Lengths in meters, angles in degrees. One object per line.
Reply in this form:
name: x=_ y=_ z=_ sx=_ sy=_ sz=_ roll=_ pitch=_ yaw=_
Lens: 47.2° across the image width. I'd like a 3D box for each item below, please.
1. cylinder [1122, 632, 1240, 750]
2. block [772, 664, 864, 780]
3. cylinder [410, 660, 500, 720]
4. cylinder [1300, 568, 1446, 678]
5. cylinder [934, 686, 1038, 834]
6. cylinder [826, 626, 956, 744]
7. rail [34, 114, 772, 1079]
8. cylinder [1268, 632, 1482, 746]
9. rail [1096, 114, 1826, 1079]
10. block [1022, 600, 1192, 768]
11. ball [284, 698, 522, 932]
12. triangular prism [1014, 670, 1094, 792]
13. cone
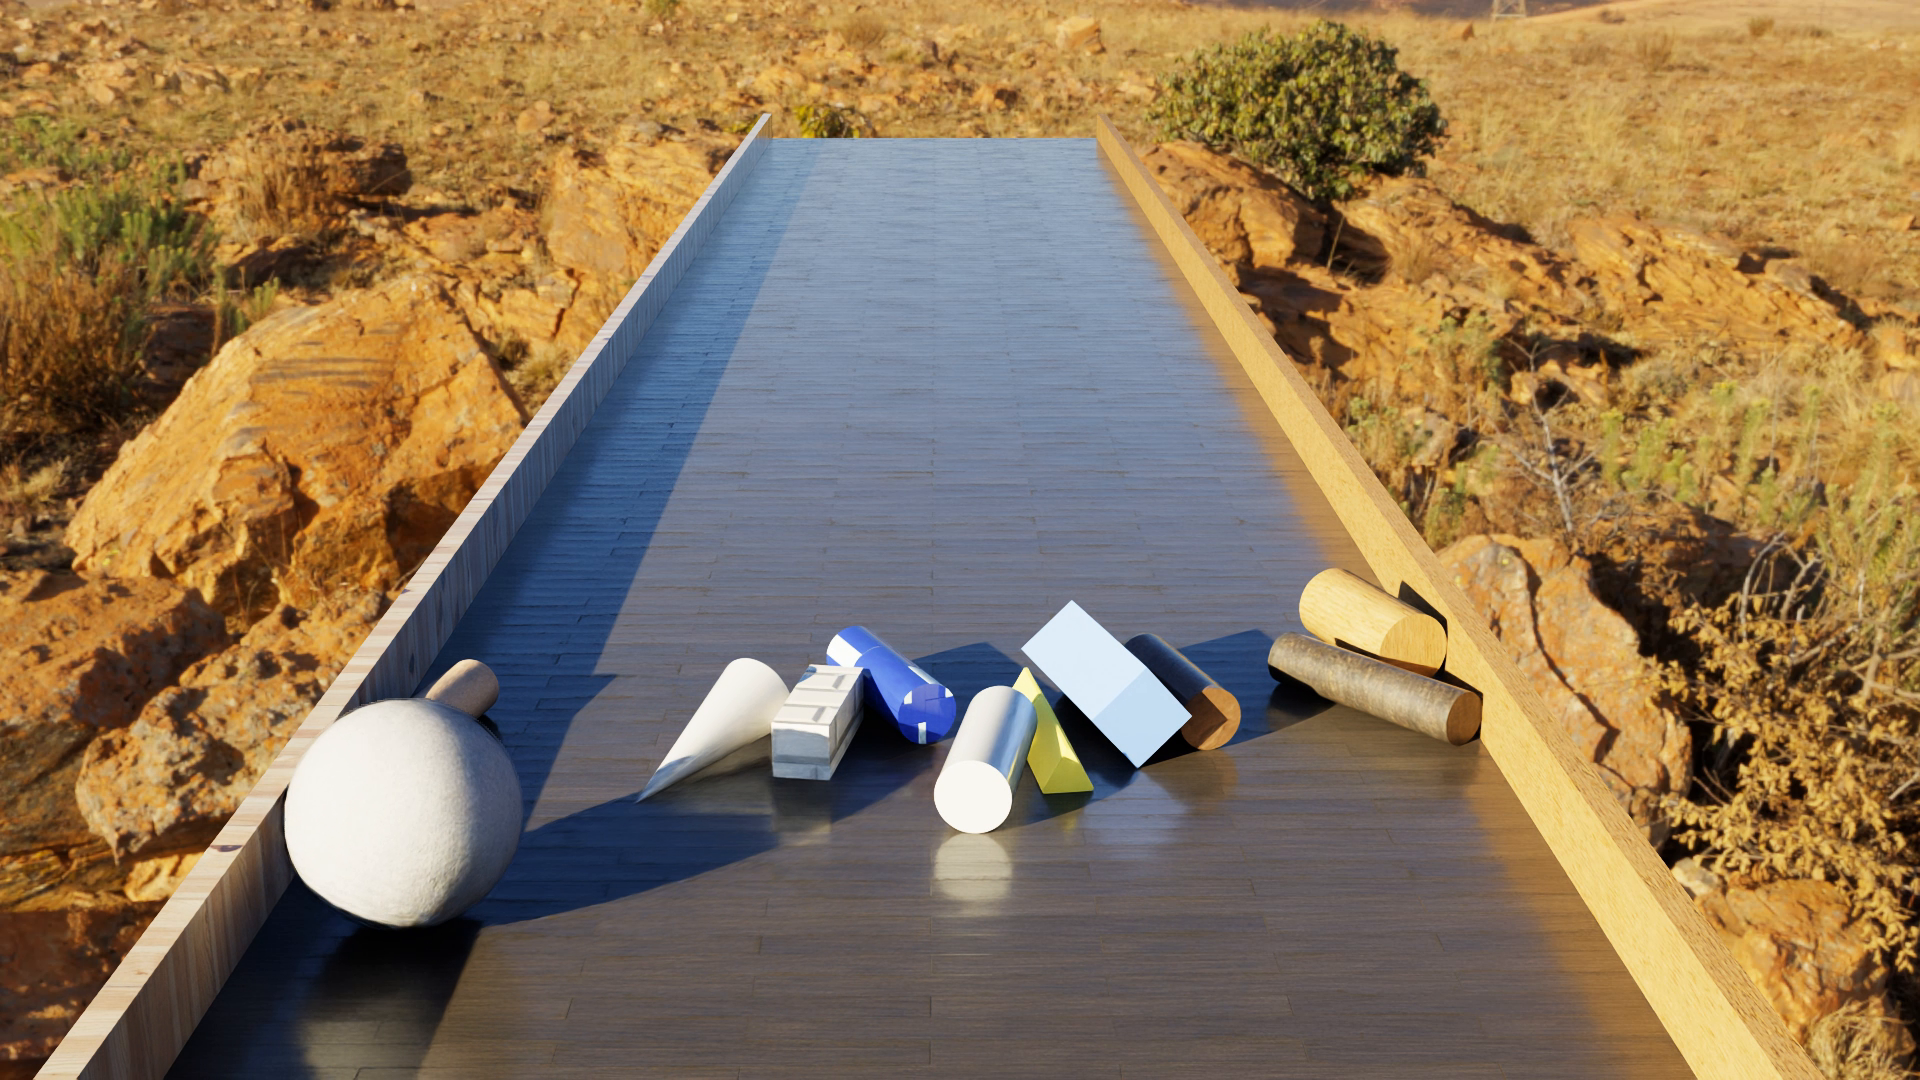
cylinder: x=0.401 y=0.277 z=4.089 sx=0.117 sy=0.117 sz=0.324 roll=-5 pitch=17 yaw=-17
block: x=-0.253 y=0.325 z=3.957 sx=0.101 sy=0.101 sz=0.300 roll=3 pitch=17 yaw=9
cylinder: x=-0.955 y=0.328 z=3.940 sx=0.105 sy=0.105 sz=0.391 roll=4 pitch=17 yaw=12
cylinder: x=0.820 y=0.172 z=4.385 sx=0.150 sy=0.150 sz=0.316 roll=-6 pitch=18 yaw=-19
cylinder: x=0.048 y=0.370 z=3.757 sx=0.128 sy=0.128 sz=0.352 roll=3 pitch=17 yaw=8
cylinder: x=-0.133 y=0.268 z=4.124 sx=0.115 sy=0.115 sz=0.353 roll=-7 pitch=18 yaw=-23
rail: x=-1.118 y=-0.838 z=7.780 sx=0.050 sy=0.150 sz=12.000 roll=0 pitch=17 yaw=-1
cylinder: x=0.772 y=0.275 z=4.124 sx=0.102 sy=0.102 sz=0.433 roll=-13 pitch=21 yaw=-37
rail: x=0.932 y=-0.844 z=7.801 sx=0.050 sy=0.150 sz=12.000 roll=0 pitch=17 yaw=-1
block: x=0.263 y=0.259 z=4.027 sx=0.133 sy=0.133 sz=0.392 roll=-44 pitch=23 yaw=-1
ball: x=-0.823 y=0.407 z=3.258 sx=0.342 sy=0.342 sz=0.342 roll=0 pitch=17 yaw=0
triangular prism: x=0.155 y=0.335 z=3.955 sx=0.090 sy=0.078 sz=0.411 roll=-2 pitch=17 yaw=-8
cone: x=-0.462 y=0.365 z=3.869 sx=0.150 sy=0.150 sz=0.384 roll=9 pitch=30 yaw=27
